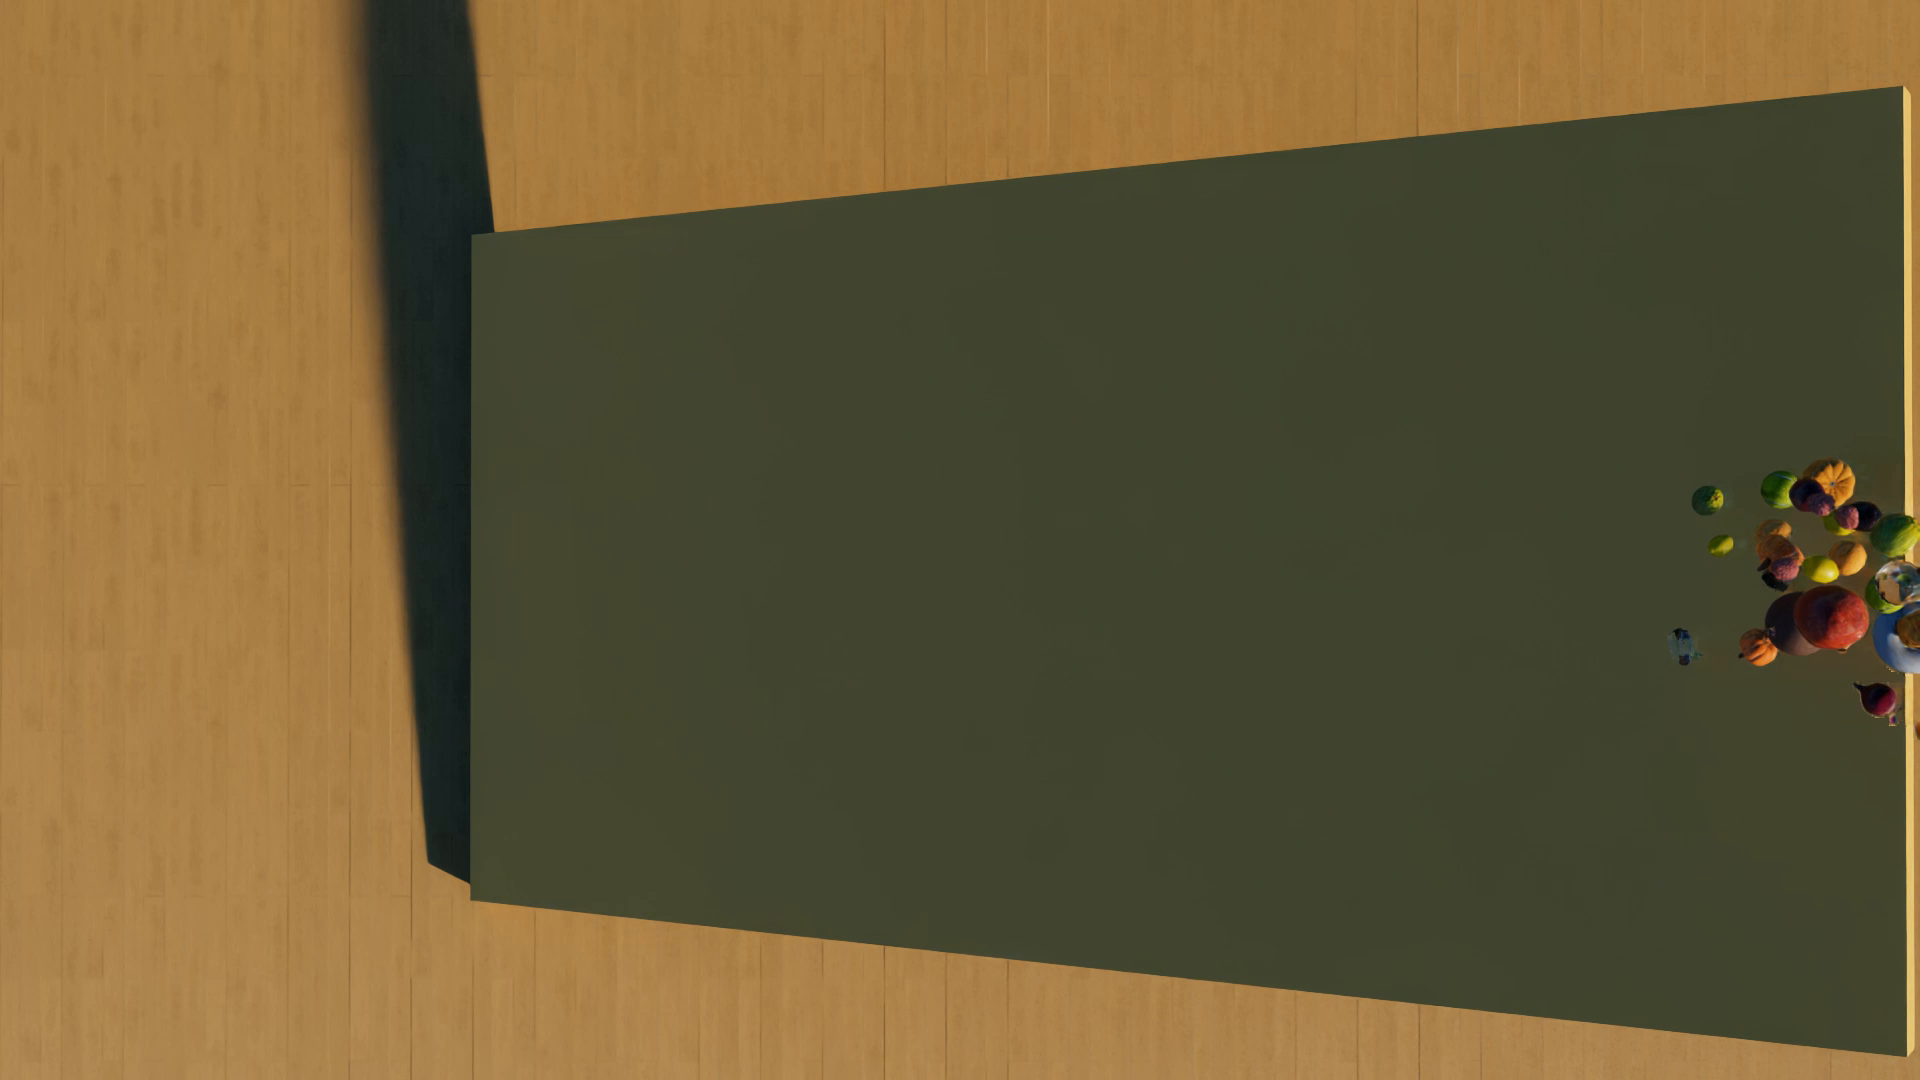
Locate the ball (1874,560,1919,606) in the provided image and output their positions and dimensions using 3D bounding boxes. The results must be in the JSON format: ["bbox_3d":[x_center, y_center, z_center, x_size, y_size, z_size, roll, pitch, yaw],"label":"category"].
[{"bbox_3d":[1.521,0.070,3.561,0.074,0.074,0.074,0,89,0],"label":"ball"}]

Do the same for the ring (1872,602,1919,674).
[{"bbox_3d":[1.691,0.172,3.911,0.132,0.044,0.132,-1,76,4],"label":"ring"}]

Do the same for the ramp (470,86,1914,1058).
[{"bbox_3d":[0.264,0.073,5.610,4.000,0.100,2.000,0,89,31],"label":"ramp"}]

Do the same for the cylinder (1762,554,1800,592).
[{"bbox_3d":[1.616,0.064,4.326,0.053,0.053,0.053,38,77,0],"label":"cylinder"}]

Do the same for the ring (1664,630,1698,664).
[{"bbox_3d":[1.458,0.216,4.443,0.025,0.076,0.076,-25,89,-29],"label":"ring"}]
